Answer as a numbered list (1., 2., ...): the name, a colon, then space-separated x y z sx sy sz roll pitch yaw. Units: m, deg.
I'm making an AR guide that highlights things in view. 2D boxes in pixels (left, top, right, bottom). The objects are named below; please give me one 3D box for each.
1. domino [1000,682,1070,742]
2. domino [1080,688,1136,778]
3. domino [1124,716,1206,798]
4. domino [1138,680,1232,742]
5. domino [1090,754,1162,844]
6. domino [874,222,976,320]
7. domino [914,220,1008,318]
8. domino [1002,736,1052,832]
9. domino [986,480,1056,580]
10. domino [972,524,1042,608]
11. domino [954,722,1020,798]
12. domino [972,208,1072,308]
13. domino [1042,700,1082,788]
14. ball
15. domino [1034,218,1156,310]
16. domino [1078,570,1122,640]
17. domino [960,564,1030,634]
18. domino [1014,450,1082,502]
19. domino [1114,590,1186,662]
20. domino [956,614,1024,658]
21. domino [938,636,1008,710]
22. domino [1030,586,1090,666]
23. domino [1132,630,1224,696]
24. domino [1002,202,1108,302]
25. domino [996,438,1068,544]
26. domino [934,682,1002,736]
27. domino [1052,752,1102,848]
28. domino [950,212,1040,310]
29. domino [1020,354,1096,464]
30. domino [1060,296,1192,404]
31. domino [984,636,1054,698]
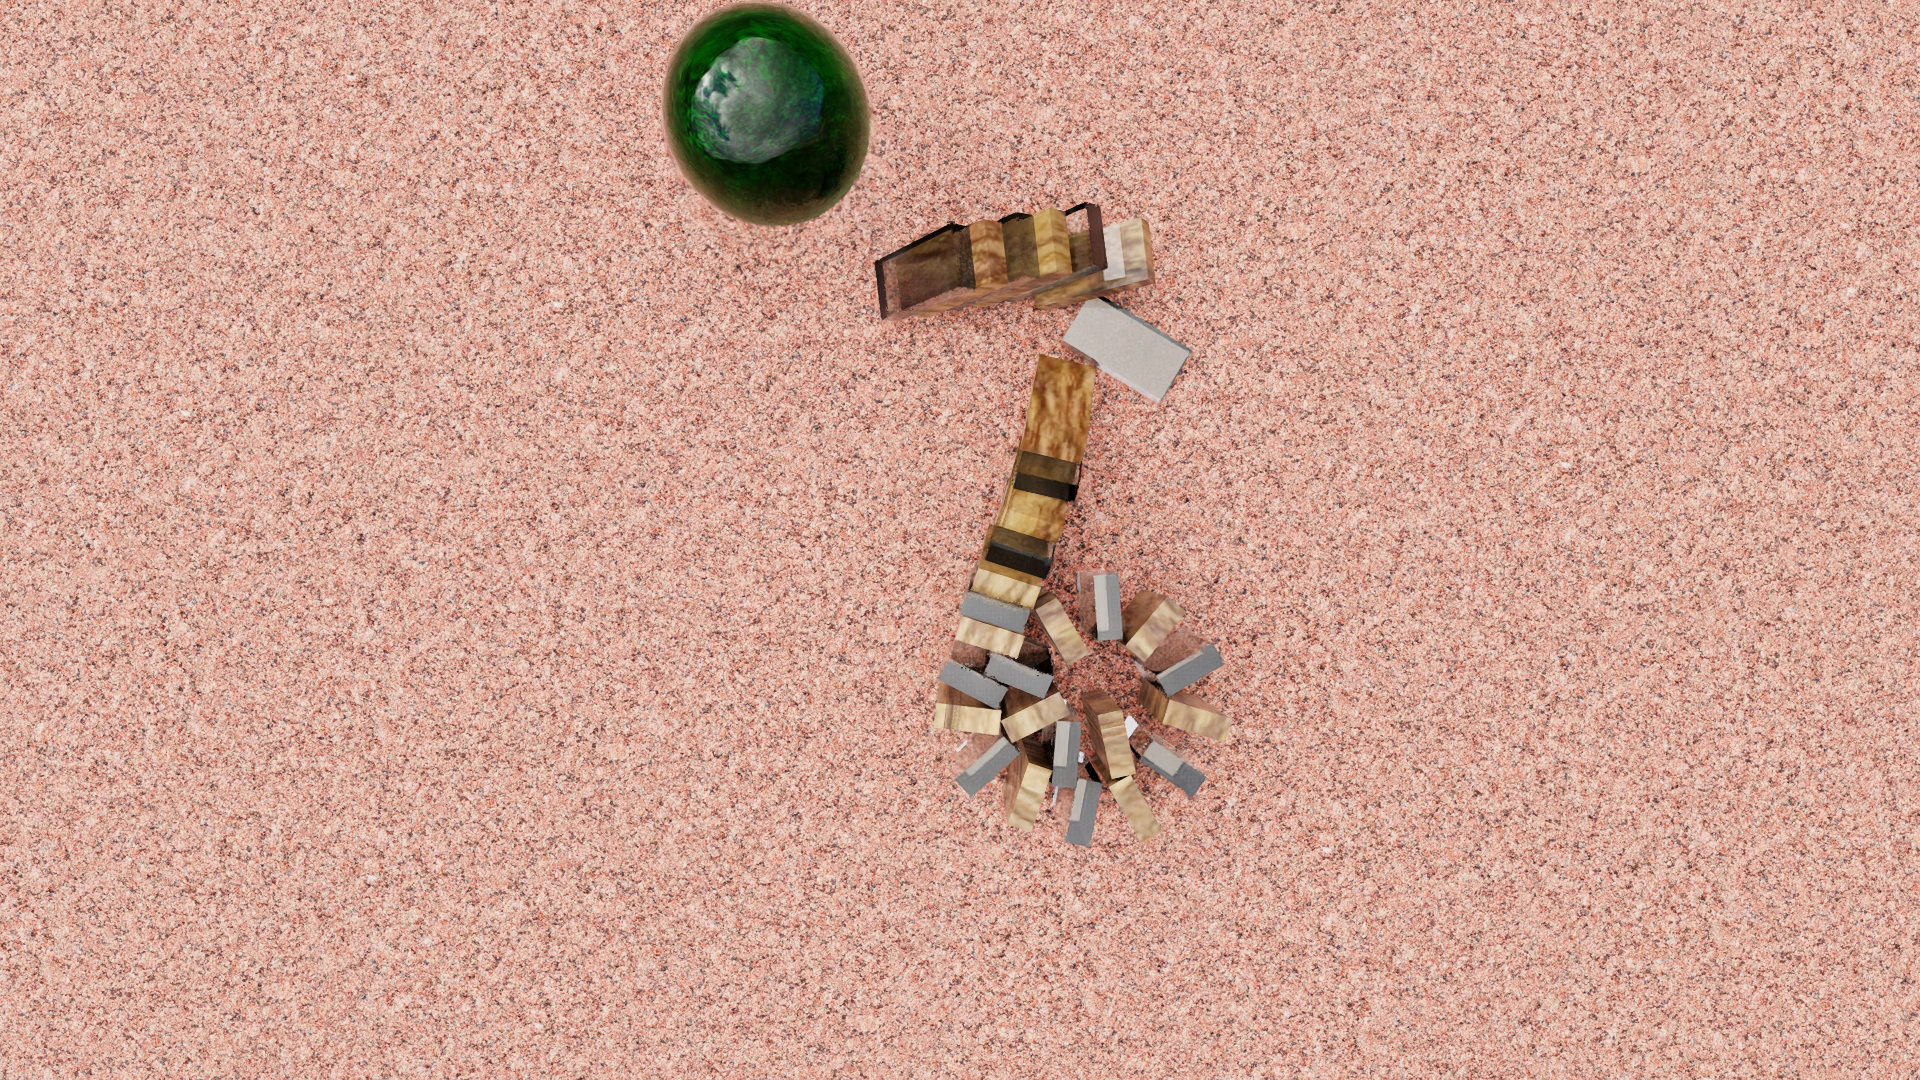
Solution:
1. domino: 0.029 0.068 0.375 0.025 0.050 0.010 -27 90 0
2. domino: 0.060 0.078 0.375 0.009 0.050 0.025 -13 90 0
3. domino: 0.081 0.087 0.375 0.025 0.050 0.010 35 90 0
4. domino: 0.091 0.069 0.375 0.025 0.050 0.010 17 90 0
5. domino: 0.067 0.103 0.375 0.010 0.050 0.025 -30 90 0
6. domino: -0.015 -0.110 0.378 0.009 0.050 0.025 -7 90 -42
7. domino: -0.002 -0.111 0.378 0.009 0.050 0.025 -7 90 -42
8. domino: 0.027 0.098 0.375 0.010 0.050 0.025 19 90 0
9. domino: 0.027 -0.006 0.377 0.025 0.050 0.010 18 124 0
10. domino: 0.020 0.010 0.375 0.025 0.050 0.010 18 112 0
11. domino: 0.010 0.087 0.375 0.025 0.050 0.010 -42 90 0
12. domino: 0.023 -0.115 0.378 0.009 0.050 0.025 -7 90 -42
13. domino: 0.041 0.082 0.375 0.010 0.050 0.025 5 90 0
14. ball: -0.075 -0.165 0.360 0.080 0.080 0.080 0 90 0
15. domino: 0.055 -0.115 0.383 0.050 0.009 0.025 -7 90 30
16. domino: 0.057 0.026 0.375 0.010 0.050 0.025 -4 90 0
17. domino: 0.015 0.023 0.375 0.025 0.050 0.010 18 101 0
18. domino: 0.038 -0.039 0.380 0.025 0.009 0.050 13 48 0
19. domino: 0.075 0.034 0.375 0.010 0.050 0.025 41 90 0
20. domino: 0.013 0.033 0.375 0.025 0.050 0.009 18 101 0
21. domino: 0.007 0.052 0.375 0.025 0.050 0.010 27 98 0
22. domino: 0.039 0.034 0.375 0.009 0.050 0.025 -31 92 0
23. domino: 0.088 0.050 0.375 0.025 0.050 0.010 -30 90 0
24. domino: 0.037 -0.118 0.379 0.010 0.050 0.025 -7 89 -45
25. domino: 0.032 -0.022 0.378 0.025 0.050 0.010 17 132 0
26. domino: 0.003 0.068 0.375 0.025 0.050 0.010 7 91 0
27. domino: 0.047 0.104 0.375 0.009 0.050 0.025 11 90 0
28. domino: 0.010 -0.114 0.378 0.010 0.050 0.025 -7 90 -42
29. domino: 0.041 -0.055 0.380 0.025 0.010 0.050 13 50 0
30. domino: 0.071 -0.083 0.395 0.050 0.010 0.025 31 90 0
31. domino: 0.024 0.049 0.375 0.025 0.050 0.009 22 98 0
